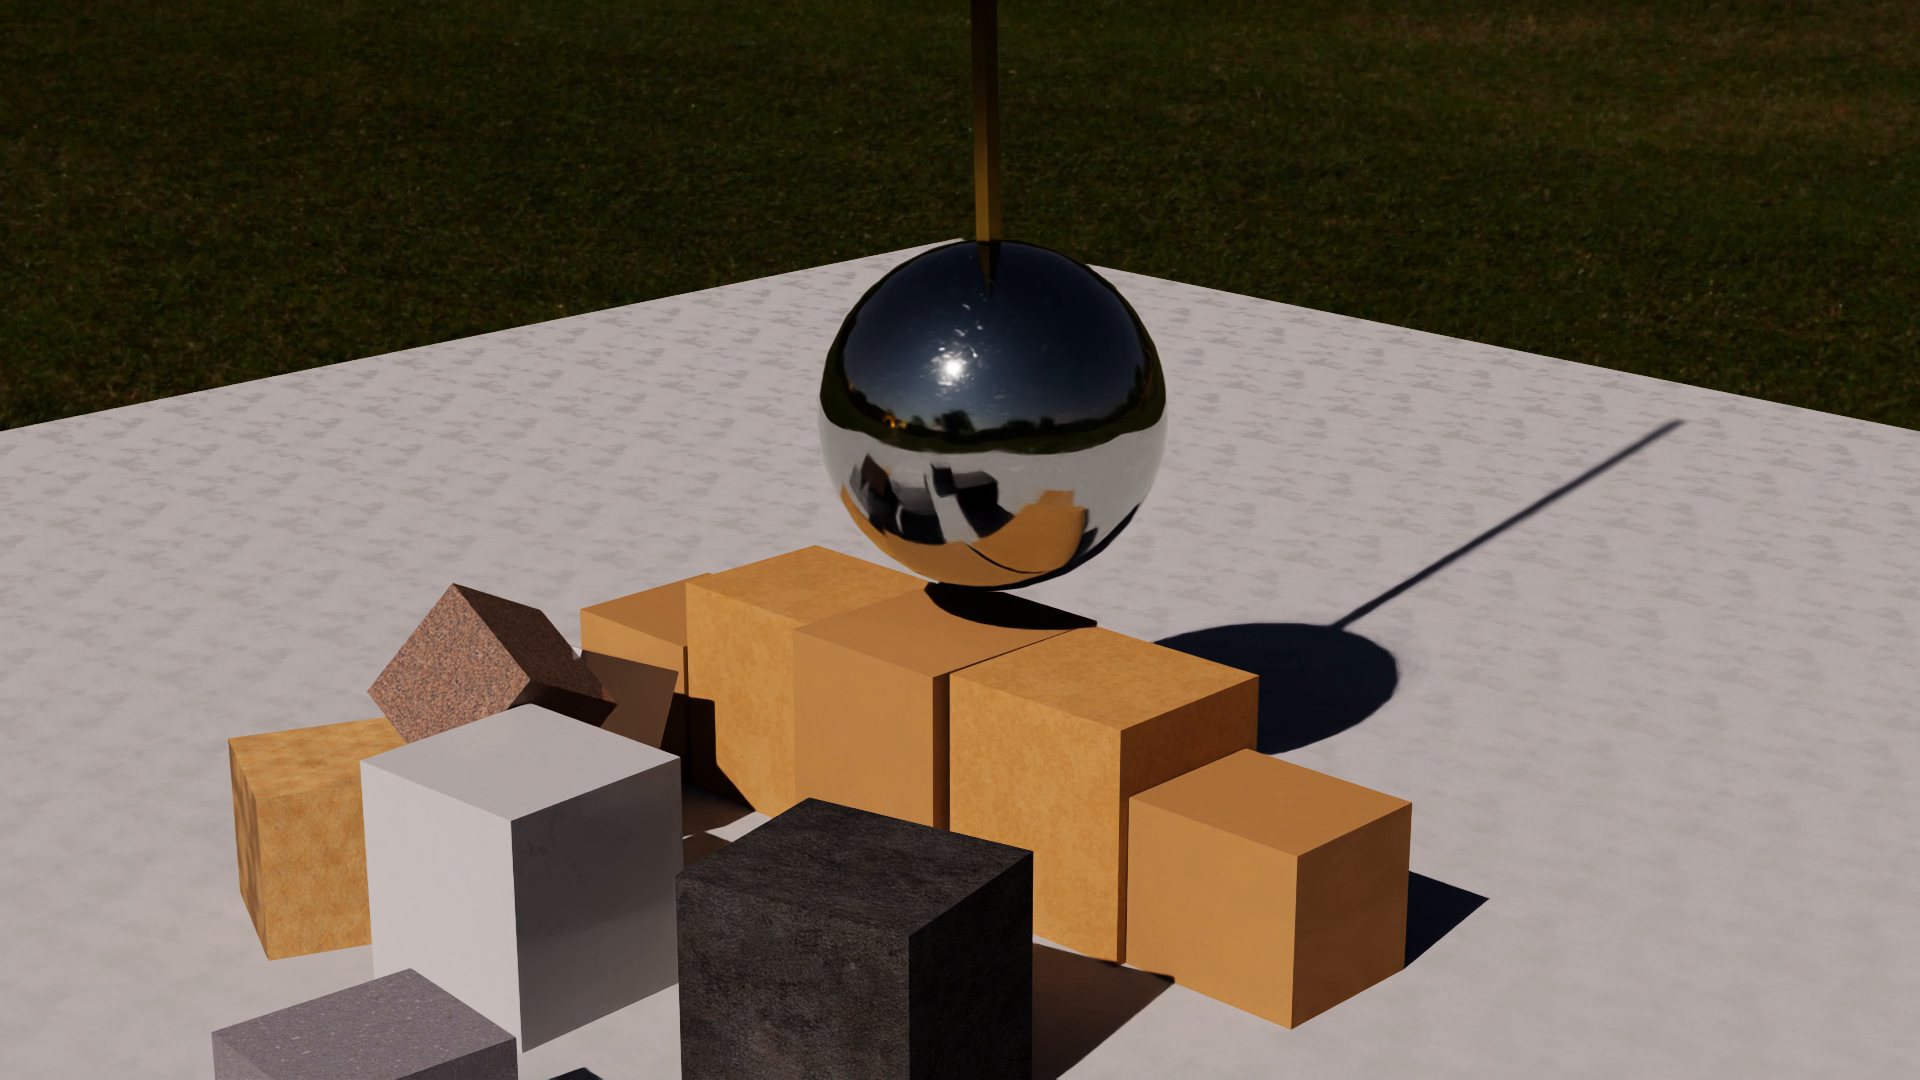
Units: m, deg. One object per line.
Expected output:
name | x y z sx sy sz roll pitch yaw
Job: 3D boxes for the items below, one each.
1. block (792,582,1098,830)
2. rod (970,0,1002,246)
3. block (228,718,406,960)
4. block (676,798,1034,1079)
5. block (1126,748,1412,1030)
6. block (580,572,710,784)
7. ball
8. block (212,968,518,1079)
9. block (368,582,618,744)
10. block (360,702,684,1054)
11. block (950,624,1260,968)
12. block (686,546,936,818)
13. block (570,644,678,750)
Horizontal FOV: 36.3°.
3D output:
block | -0.067 0.905 13.671 0.915 1.076 1.070 17 24 42
rod | 0.065 -3.786 12.220 0.080 5.200 0.080 17 26 42
block | -2.775 1.304 12.948 0.731 0.748 0.765 -7 19 -21
block | -0.393 1.703 11.250 1.035 1.006 0.894 10 20 30
block | 1.304 1.458 12.426 0.890 0.768 0.782 16 24 41
block | -1.336 0.691 14.942 0.847 0.723 0.808 -17 24 -42
ball | 0.149 -0.570 13.319 1.600 1.600 1.600 0 17 0
block | -2.077 2.102 10.330 0.792 0.795 0.721 -14 22 -38
block | -2.091 0.706 13.121 0.668 0.643 0.626 46 13 31
block | -1.814 1.385 12.254 0.956 1.010 0.907 15 23 39
block | 0.633 1.107 13.015 0.990 1.083 0.925 16 24 41
block | -0.702 0.714 14.318 0.848 1.053 0.921 -17 24 -42
block | -1.969 0.875 13.840 0.845 0.795 0.739 12 -4 33
